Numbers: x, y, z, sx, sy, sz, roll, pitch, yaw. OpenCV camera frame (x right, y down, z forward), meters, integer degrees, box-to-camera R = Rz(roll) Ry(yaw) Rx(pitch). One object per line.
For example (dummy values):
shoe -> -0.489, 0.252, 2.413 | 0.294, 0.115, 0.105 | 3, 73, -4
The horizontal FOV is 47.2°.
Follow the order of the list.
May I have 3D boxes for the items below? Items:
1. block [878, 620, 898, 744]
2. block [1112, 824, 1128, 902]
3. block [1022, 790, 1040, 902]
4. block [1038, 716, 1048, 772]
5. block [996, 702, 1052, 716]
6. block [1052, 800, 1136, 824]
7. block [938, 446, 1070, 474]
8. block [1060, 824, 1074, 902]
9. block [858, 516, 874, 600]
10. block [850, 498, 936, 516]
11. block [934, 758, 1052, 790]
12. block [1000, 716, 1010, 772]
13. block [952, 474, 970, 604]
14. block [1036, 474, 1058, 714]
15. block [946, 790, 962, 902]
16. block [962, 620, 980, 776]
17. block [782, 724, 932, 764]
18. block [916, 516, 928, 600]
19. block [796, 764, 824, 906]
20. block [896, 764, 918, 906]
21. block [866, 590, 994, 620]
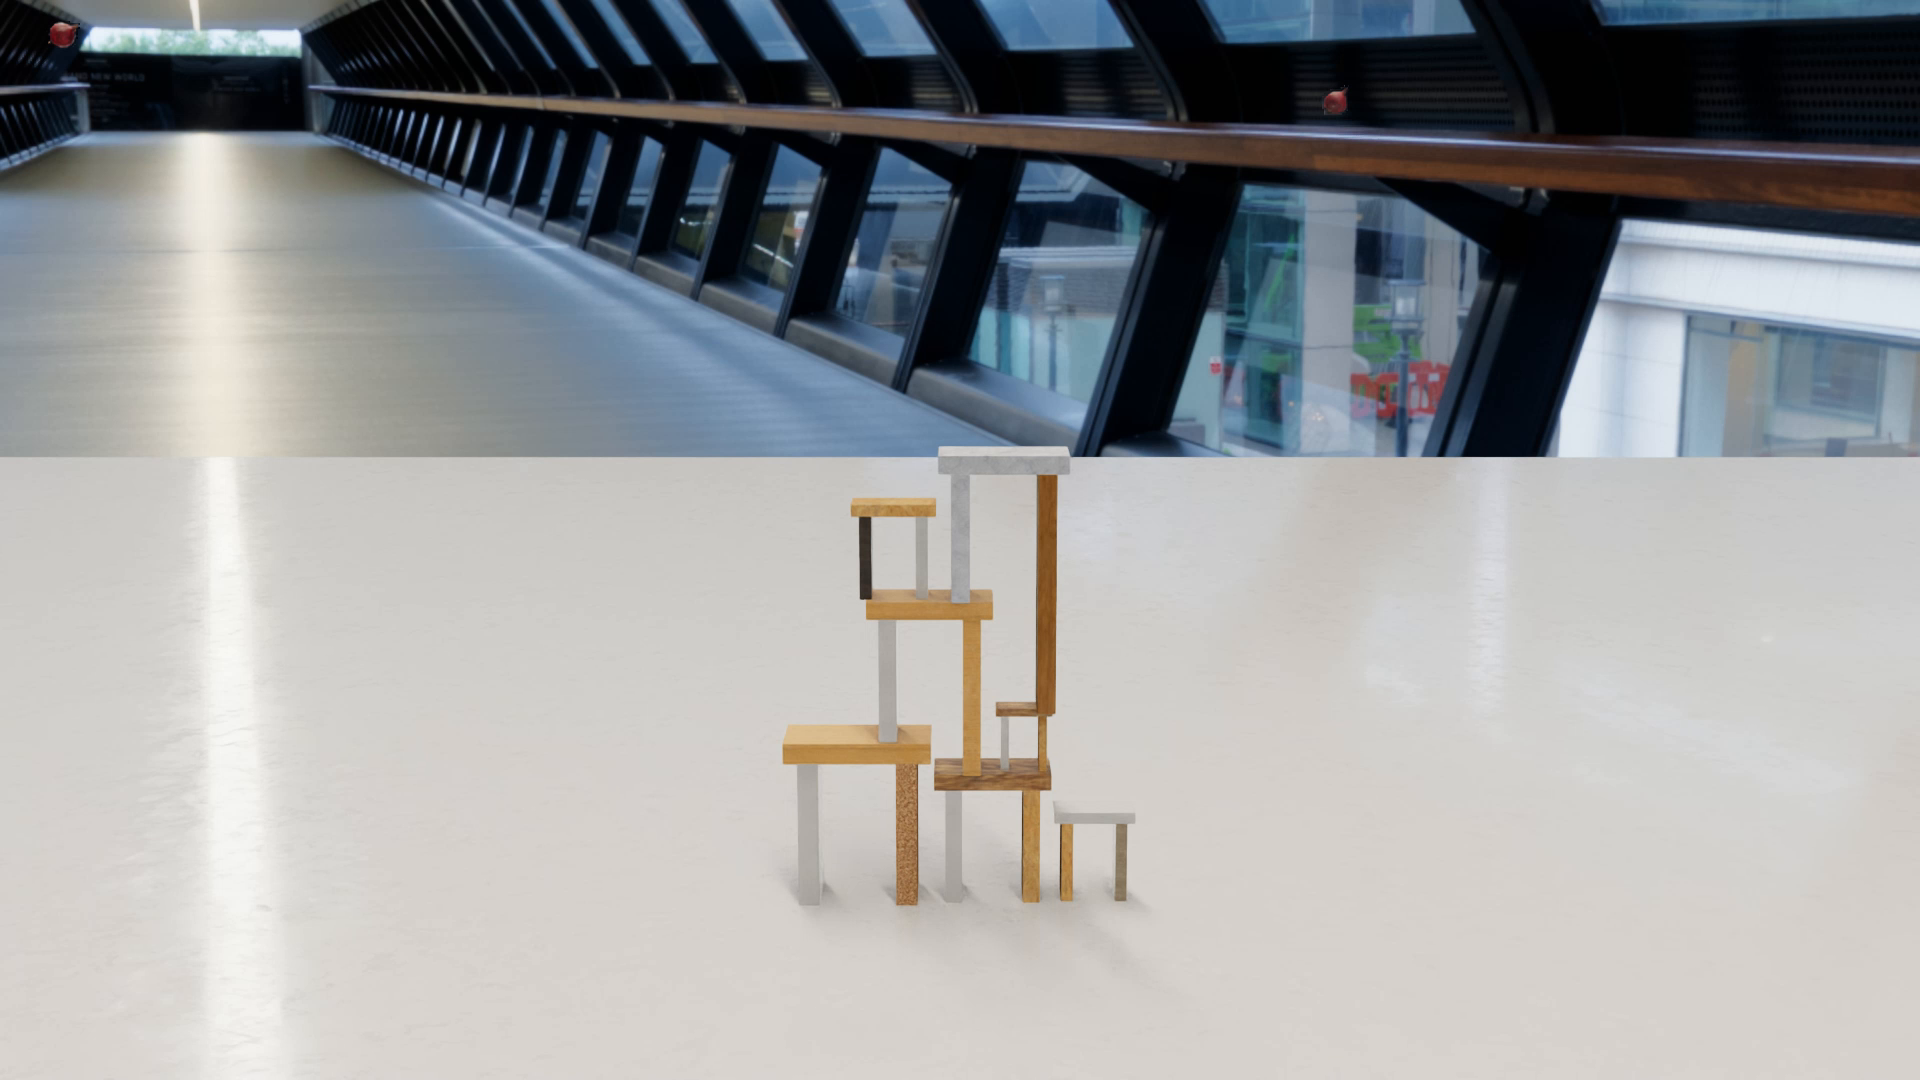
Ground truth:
block -> -0.117, 0.220, 3.600 | 0.029, 0.204, 0.102 | 0, 11, 0
block -> 0.265, 0.525, 3.653 | 0.019, 0.133, 0.067 | 0, 11, 0
block -> 0.117, 0.495, 3.656 | 0.027, 0.192, 0.096 | 0, 11, 0
block -> 0.136, 0.330, 3.619 | 0.013, 0.093, 0.046 | 0, 11, 0
block -> 0.105, 0.278, 3.609 | 0.093, 0.013, 0.046 | 0, 11, 1
block -> 0.221, 0.450, 3.639 | 0.133, 0.019, 0.067 | 0, 11, 0
block -> 0.070, -0.128, 3.531 | 0.209, 0.030, 0.104 | 0, 11, 1
block -> 0.177, 0.525, 3.653 | 0.019, 0.133, 0.067 | 0, 11, 0
block -> -0.152, 0.024, 3.567 | 0.019, 0.136, 0.068 | 0, 11, 0
block -> -0.107, -0.053, 3.553 | 0.136, 0.019, 0.068 | 0, 11, 0
block -> 0.054, 0.387, 3.636 | 0.192, 0.027, 0.096 | 0, 11, 0
block -> 0.074, 0.330, 3.619 | 0.013, 0.093, 0.046 | 0, 11, 0
block -> 0.001, -0.011, 3.553 | 0.030, 0.209, 0.104 | 0, 11, 0
block -> 0.140, 0.079, 3.568 | 0.030, 0.392, 0.104 | 0, 11, 0
block -> -0.010, 0.495, 3.656 | 0.027, 0.192, 0.096 | 0, 11, 0
block -> 0.019, 0.247, 3.605 | 0.029, 0.260, 0.102 | 0, 11, 0
block -> -0.167, 0.337, 3.625 | 0.240, 0.034, 0.120 | 0, 11, 0
block -> -0.062, 0.024, 3.567 | 0.019, 0.136, 0.068 | 0, 11, 0
block -> -0.248, 0.471, 3.650 | 0.034, 0.240, 0.120 | 0, 11, 0
block -> -0.087, 0.471, 3.650 | 0.034, 0.240, 0.120 | 0, 11, 0
block -> -0.049, 0.105, 3.579 | 0.204, 0.029, 0.102 | 0, 11, 0
